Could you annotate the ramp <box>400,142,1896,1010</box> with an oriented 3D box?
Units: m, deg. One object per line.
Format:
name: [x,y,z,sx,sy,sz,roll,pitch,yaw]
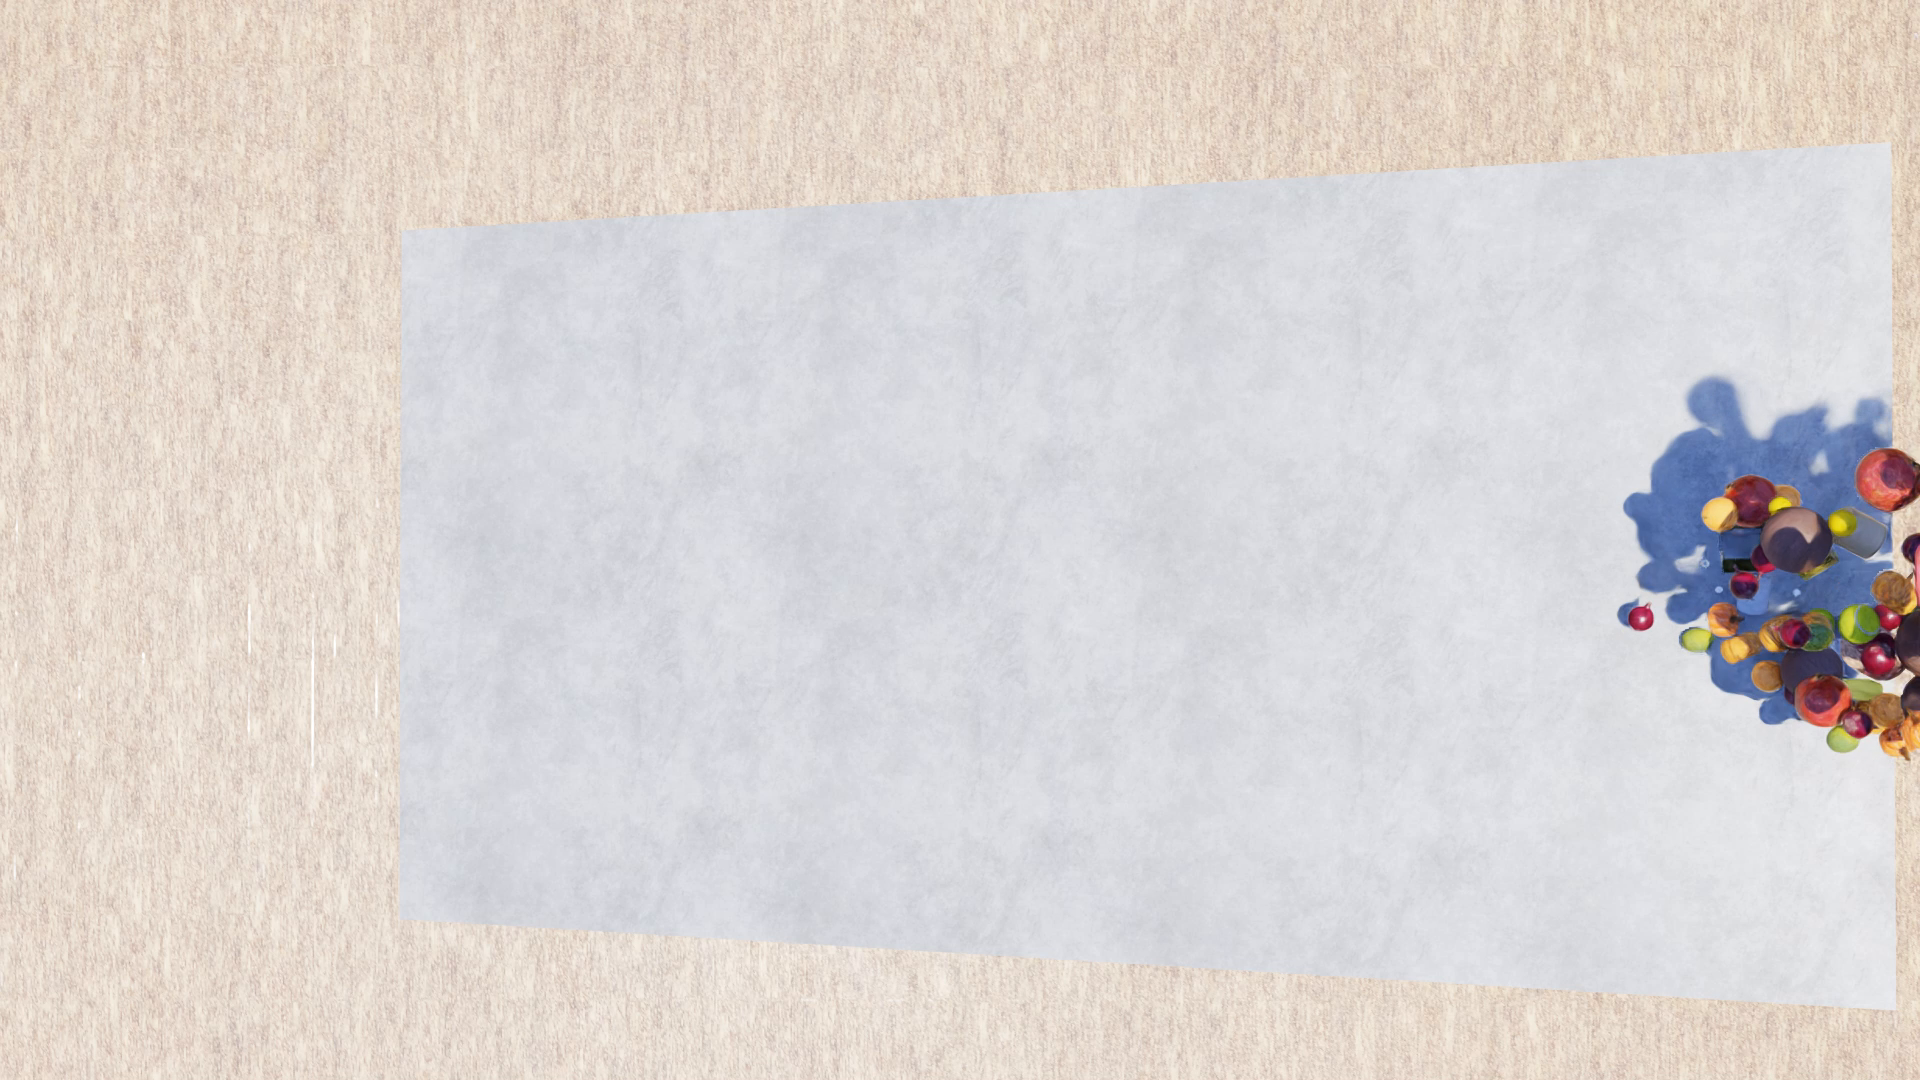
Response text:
ramp: [0.279,0.091,5.773,4.000,0.100,2.000,0,89,19]

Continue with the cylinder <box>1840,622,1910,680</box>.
cylinder: [1.807,0.220,4.345,0.098,0.098,0.098,21,89,-44]

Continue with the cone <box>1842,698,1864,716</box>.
cone: [2.043,0.363,5.003,0.054,0.054,0.054,-42,89,-22]

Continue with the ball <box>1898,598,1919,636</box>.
ball: [1.957,0.158,4.489,0.080,0.080,0.080,0,89,0]

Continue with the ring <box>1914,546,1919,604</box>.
ring: [1.546,0.059,3.507,0.038,0.114,0.114,-2,89,28]

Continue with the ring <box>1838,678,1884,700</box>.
ring: [1.947,0.323,4.755,0.094,0.094,0.031,11,74,0]

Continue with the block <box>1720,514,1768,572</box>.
block: [1.663,0.006,4.669,0.089,0.089,0.089,-2,120,16]

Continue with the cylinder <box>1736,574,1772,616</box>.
cylinder: [1.755,0.121,4.860,0.066,0.066,0.066,-1,118,0]

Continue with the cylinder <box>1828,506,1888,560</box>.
cylinder: [1.932,-0.016,4.737,0.085,0.085,0.085,28,89,-6]

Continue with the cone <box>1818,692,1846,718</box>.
cone: [1.915,0.367,4.798,0.060,0.060,0.060,-34,73,0]

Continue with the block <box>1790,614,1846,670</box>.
block: [1.959,0.233,4.991,0.087,0.087,0.087,-27,84,-7]

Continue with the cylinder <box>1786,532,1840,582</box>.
cylinder: [1.879,0.036,4.847,0.079,0.079,0.079,-38,89,28]
